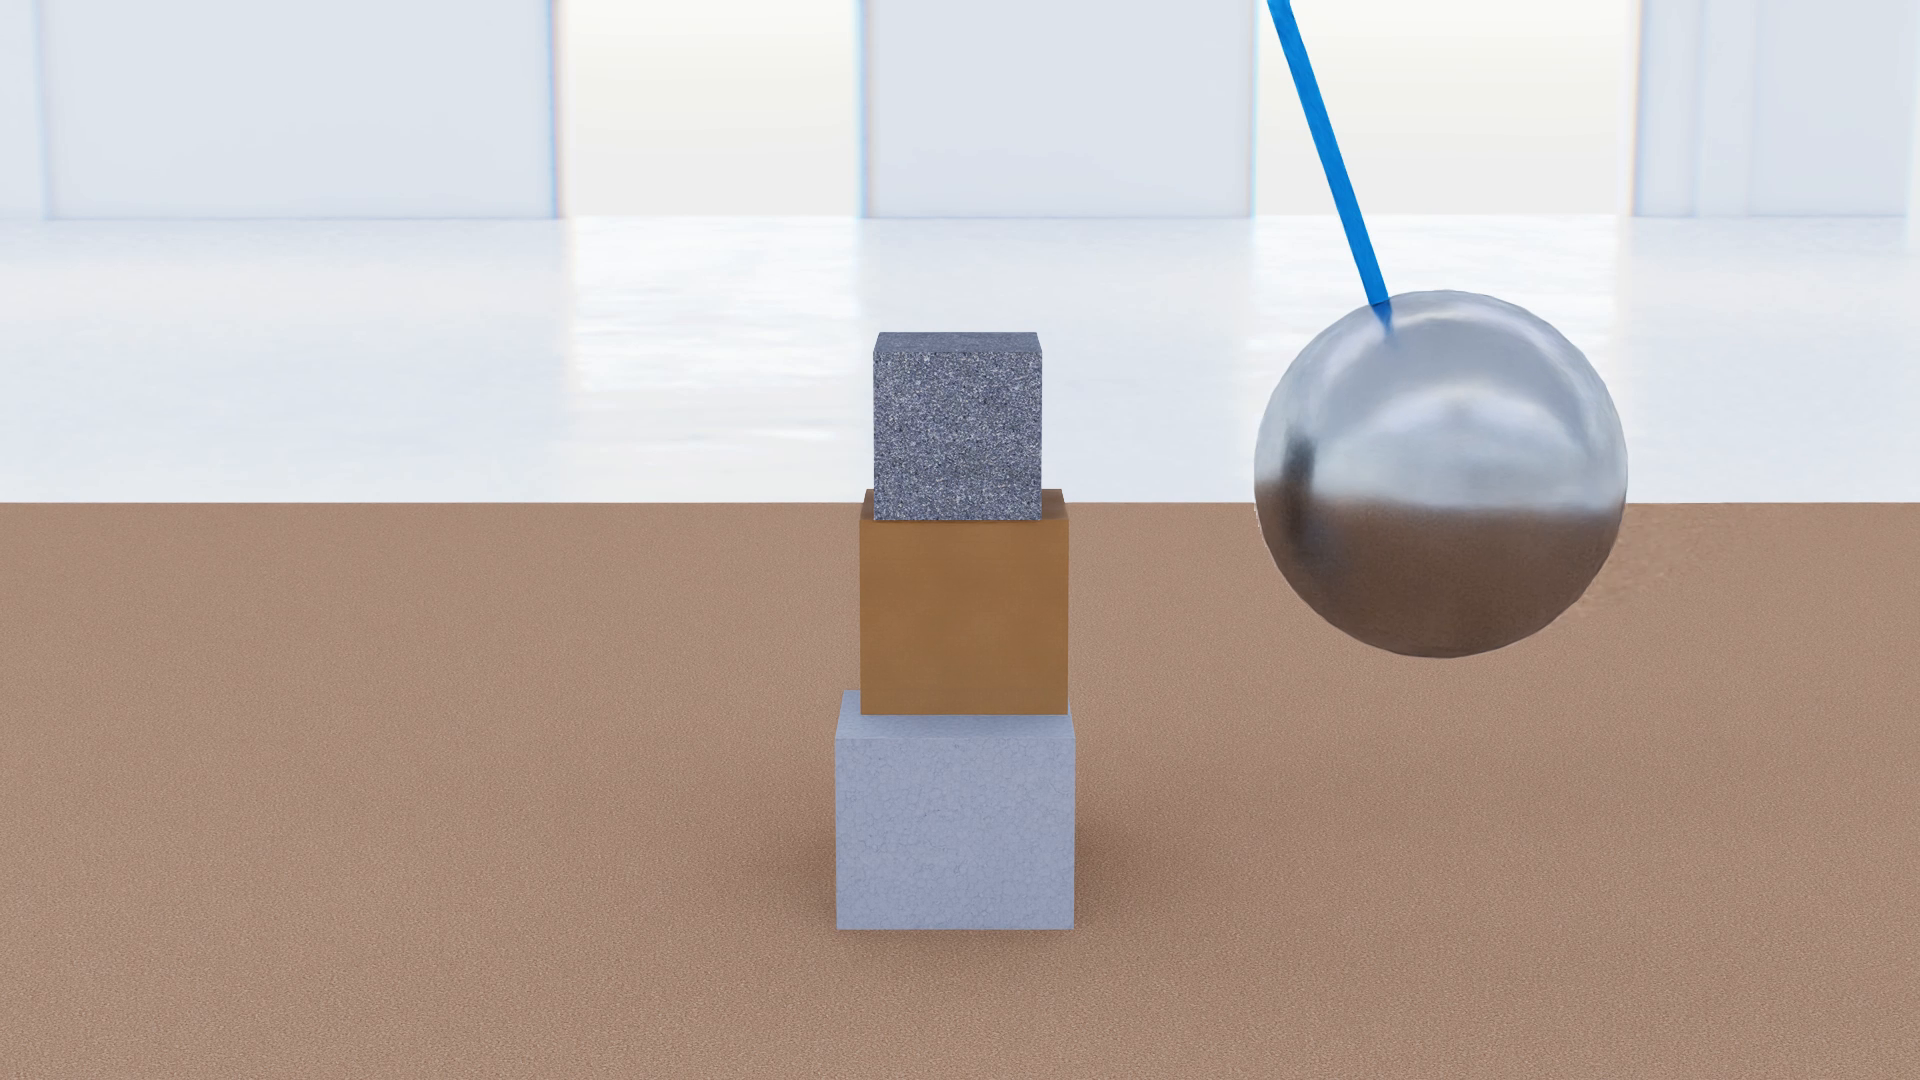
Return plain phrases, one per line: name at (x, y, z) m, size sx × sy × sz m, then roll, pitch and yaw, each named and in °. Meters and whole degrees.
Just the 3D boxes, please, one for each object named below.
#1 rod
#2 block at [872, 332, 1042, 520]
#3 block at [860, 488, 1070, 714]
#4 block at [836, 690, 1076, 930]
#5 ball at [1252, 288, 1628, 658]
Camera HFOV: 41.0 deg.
rod at (0.899, -3.424, 10.558) m, size 0.080 × 5.200 × 0.080 m, roll -20°, pitch 10°, yaw 4°
block at (-0.009, -0.506, 11.088) m, size 0.701 × 0.706 × 0.844 m, roll 0°, pitch 10°, yaw 0°
block at (0.018, 0.255, 11.227) m, size 0.879 × 0.841 × 0.819 m, roll 0°, pitch 10°, yaw 0°
block at (-0.020, 1.141, 10.999) m, size 0.986 × 0.820 × 0.833 m, roll 0°, pitch 10°, yaw 0°
ball at (2.074, -0.285, 11.128) m, size 1.600 × 1.600 × 1.600 m, roll 0°, pitch 10°, yaw 0°
